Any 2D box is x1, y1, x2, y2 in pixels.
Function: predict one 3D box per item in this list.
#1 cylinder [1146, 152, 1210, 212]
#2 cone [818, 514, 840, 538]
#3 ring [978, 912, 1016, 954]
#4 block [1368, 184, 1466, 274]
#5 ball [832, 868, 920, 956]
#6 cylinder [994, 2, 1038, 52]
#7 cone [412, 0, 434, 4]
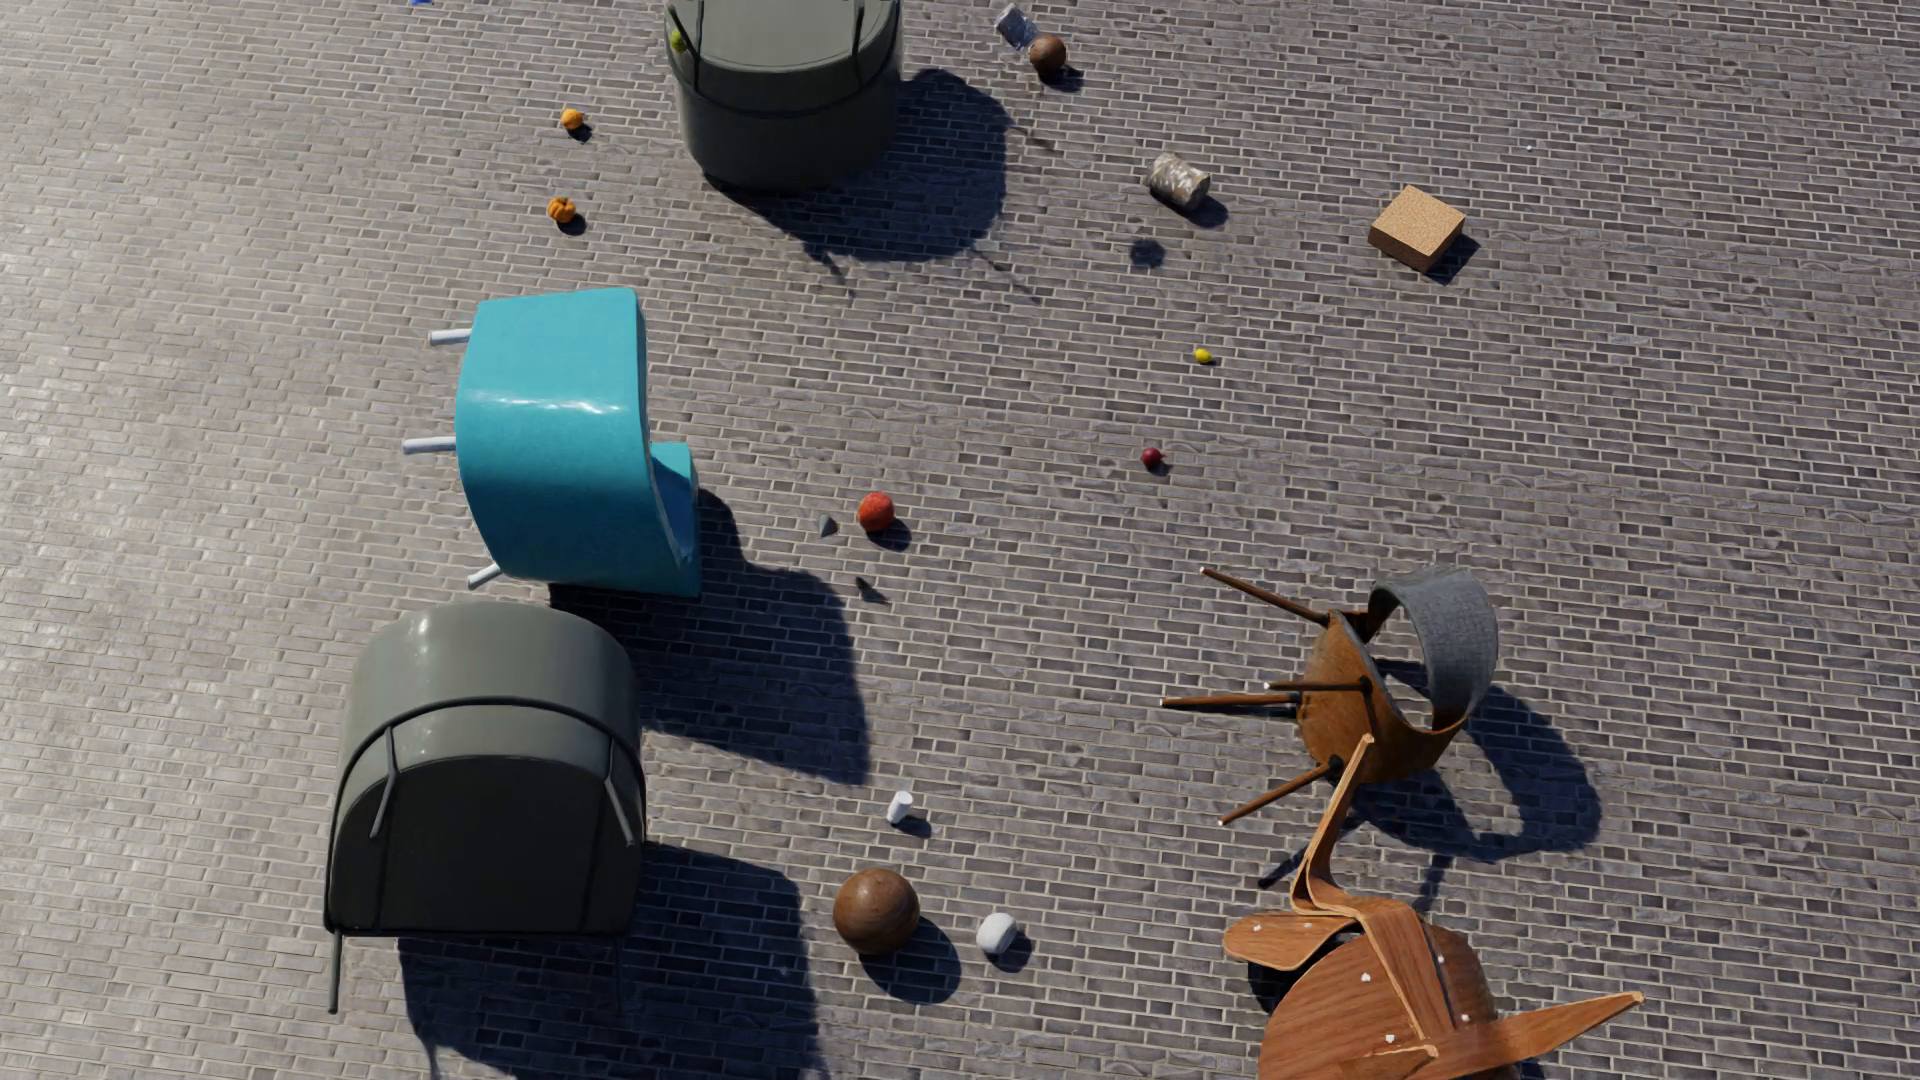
[{"bbox_3d":[0.724,-1.190,7.302,0.172,0.113,0.134,36,85,21],"label":"cylinder"},{"bbox_3d":[-0.395,-0.025,6.385,0.062,0.121,0.050,46,59,5],"label":"cone"},{"bbox_3d":[0.098,1.041,5.824,0.074,0.083,0.121,19,54,32],"label":"ring"},{"bbox_3d":[1.497,-1.020,7.208,0.220,0.084,0.229,33,62,20],"label":"block"},{"bbox_3d":[-0.219,0.977,5.780,0.230,0.230,0.230,0,56,0],"label":"ball"},{"bbox_3d":[0.176,-1.615,6.921,0.111,0.080,0.121,43,46,-19],"label":"cylinder"},{"bbox_3d":[-1.722,-1.719,6.983,0.085,0.049,0.086,31,44,-5],"label":"cone"}]
